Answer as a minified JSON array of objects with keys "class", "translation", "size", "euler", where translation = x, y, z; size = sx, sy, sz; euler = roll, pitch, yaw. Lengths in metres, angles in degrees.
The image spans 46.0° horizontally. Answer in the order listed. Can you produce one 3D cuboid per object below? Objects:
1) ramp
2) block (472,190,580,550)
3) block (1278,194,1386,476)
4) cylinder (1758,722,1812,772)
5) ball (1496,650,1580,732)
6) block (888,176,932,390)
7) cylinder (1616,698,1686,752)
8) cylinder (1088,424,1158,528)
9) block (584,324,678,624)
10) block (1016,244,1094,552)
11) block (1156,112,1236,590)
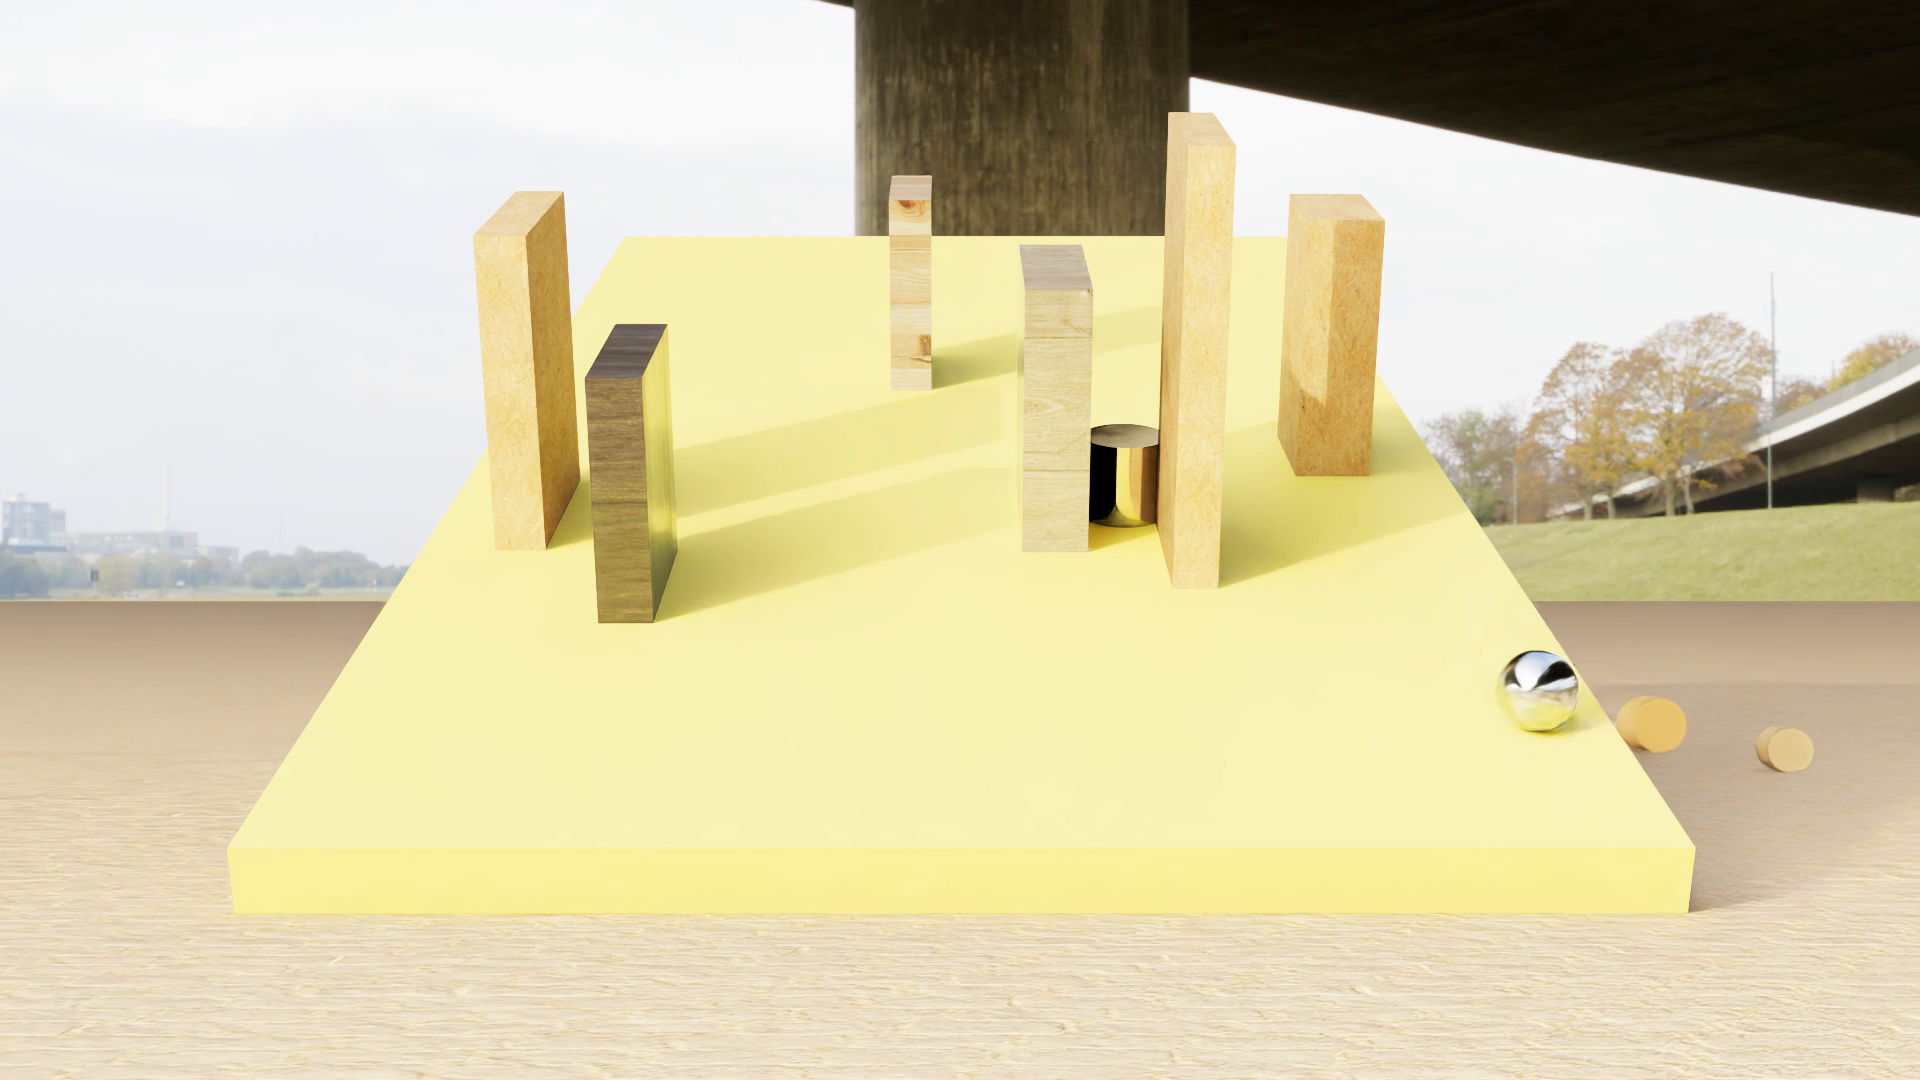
[{"class":"ramp","translation":[-0.005,-0.203,4.979],"size":[2.000,0.100,4.000],"euler":[0,20,0]},{"class":"block","translation":[-0.817,-0.330,4.299],"size":[0.093,0.592,0.422],"euler":[0,20,0]},{"class":"block","translation":[0.763,-0.427,4.672],"size":[0.150,0.529,0.280],"euler":[0,20,0]},{"class":"cylinder","translation":[2.054,0.520,5.631],"size":[0.110,0.110,0.110],"euler":[0,8,8]},{"class":"ball","translation":[0.877,0.229,3.432],"size":[0.124,0.124,0.124],"euler":[0,-1,0]},{"class":"block","translation":[-0.114,-0.605,5.297],"size":[0.094,0.445,0.294],"euler":[0,20,0]},{"class":"cylinder","translation":[1.940,0.518,6.339],"size":[0.148,0.148,0.148],"euler":[0,-1,-2]},{"class":"cylinder","translation":[0.317,-0.125,4.373],"size":[0.160,0.160,0.160],"euler":[0,20,0]},{"class":"block","translation":[-0.571,-0.123,3.955],"size":[0.094,0.433,0.366],"euler":[0,20,0]},{"class":"block","translation":[0.176,-0.276,4.293],"size":[0.122,0.497,0.385],"euler":[0,20,0]},{"class":"block","translation":[0.418,-0.343,4.051],"size":[0.081,0.787,0.356],"euler":[0,20,0]}]
